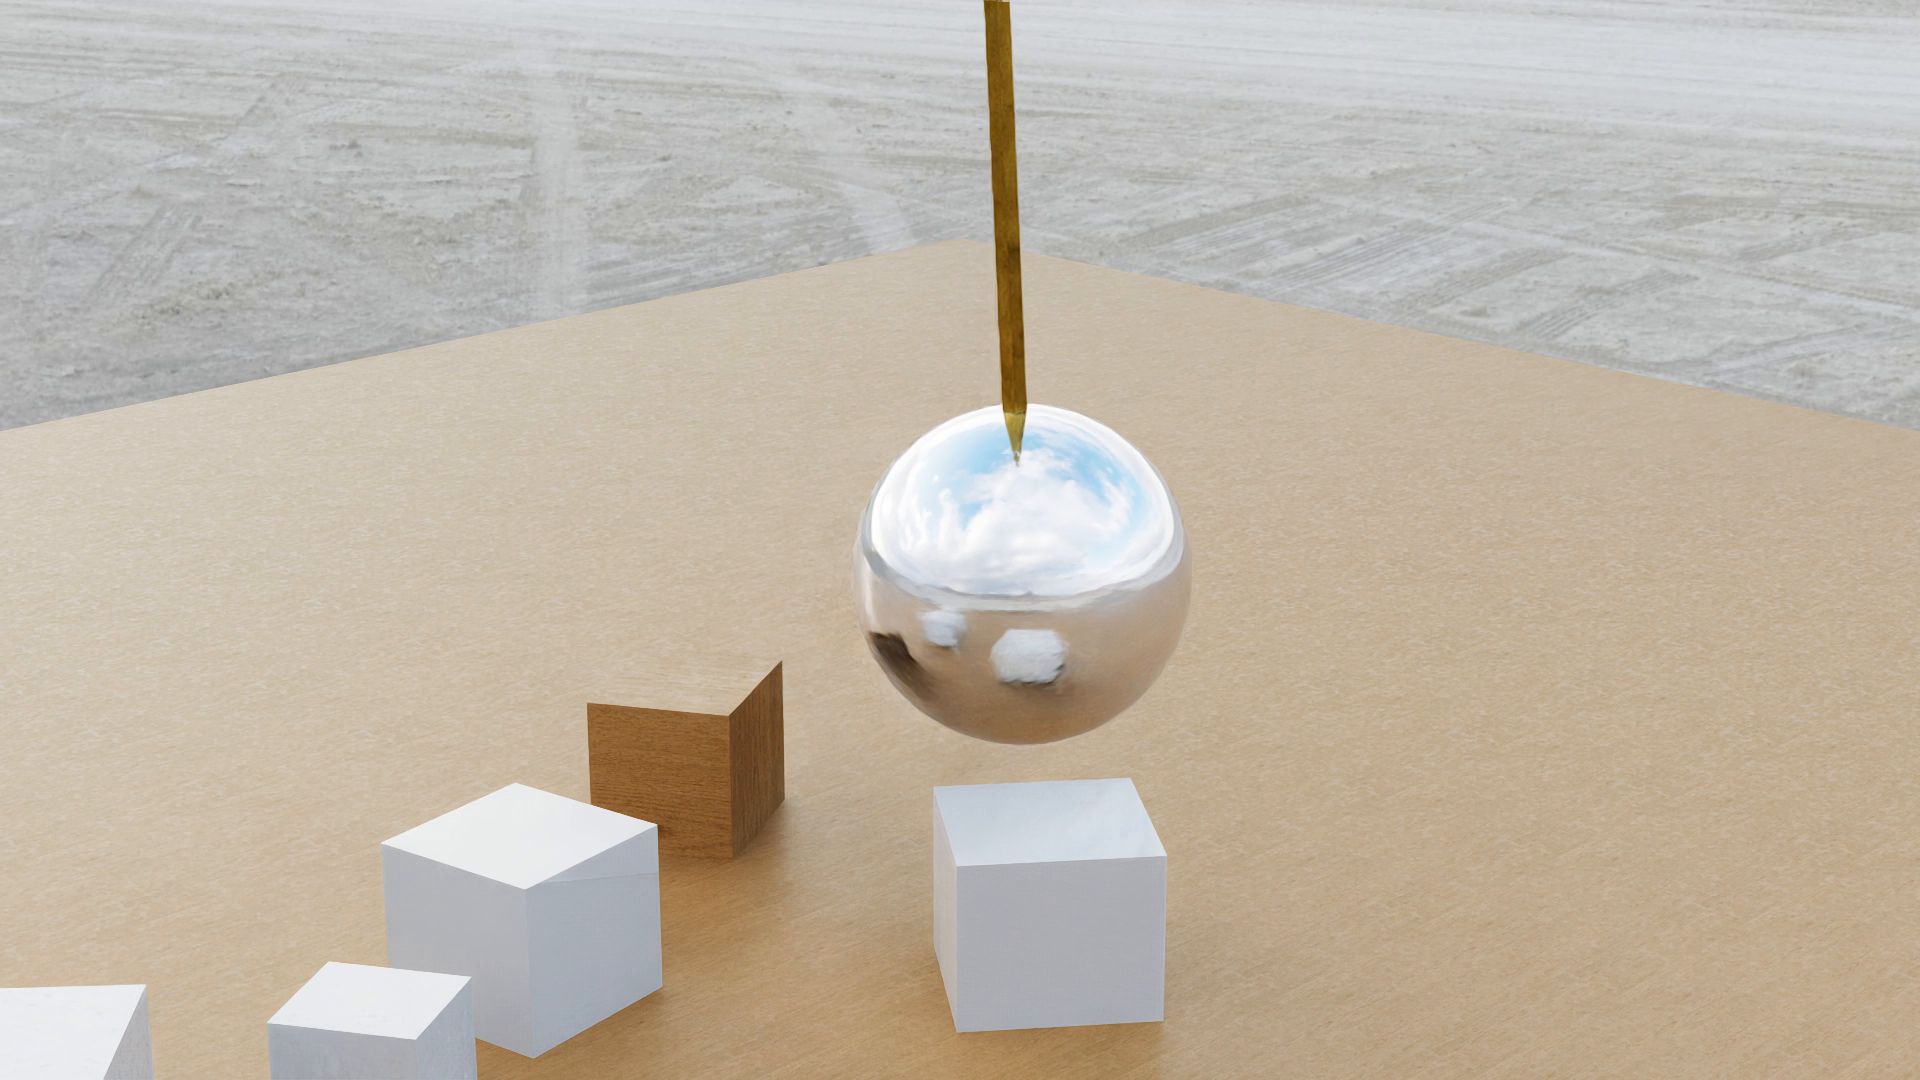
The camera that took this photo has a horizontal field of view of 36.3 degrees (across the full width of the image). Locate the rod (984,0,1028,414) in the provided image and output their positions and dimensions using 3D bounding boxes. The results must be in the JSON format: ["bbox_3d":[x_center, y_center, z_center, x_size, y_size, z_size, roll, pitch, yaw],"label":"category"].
[{"bbox_3d":[0.125,-3.030,12.521,0.080,5.200,0.080,17,28,42],"label":"rod"}]

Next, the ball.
[{"bbox_3d":[0.289,0.157,13.694,1.600,1.600,1.600,0,17,0],"label":"ball"}]

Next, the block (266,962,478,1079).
[{"bbox_3d":[-2.216,1.988,11.111,0.592,0.545,0.532,4,18,13],"label":"block"}]

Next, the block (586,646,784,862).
[{"bbox_3d":[-1.289,1.007,13.933,0.692,0.725,0.793,4,18,14],"label":"block"}]

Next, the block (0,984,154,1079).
[{"bbox_3d":[-3.397,2.105,10.443,0.877,0.721,0.822,-1,17,-3],"label":"block"}]

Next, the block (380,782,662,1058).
[{"bbox_3d":[-1.807,1.559,12.155,0.799,0.738,0.792,12,21,33],"label":"block"}]

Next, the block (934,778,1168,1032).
[{"bbox_3d":[0.360,1.516,12.293,0.856,0.737,0.843,-2,18,-7],"label":"block"}]
